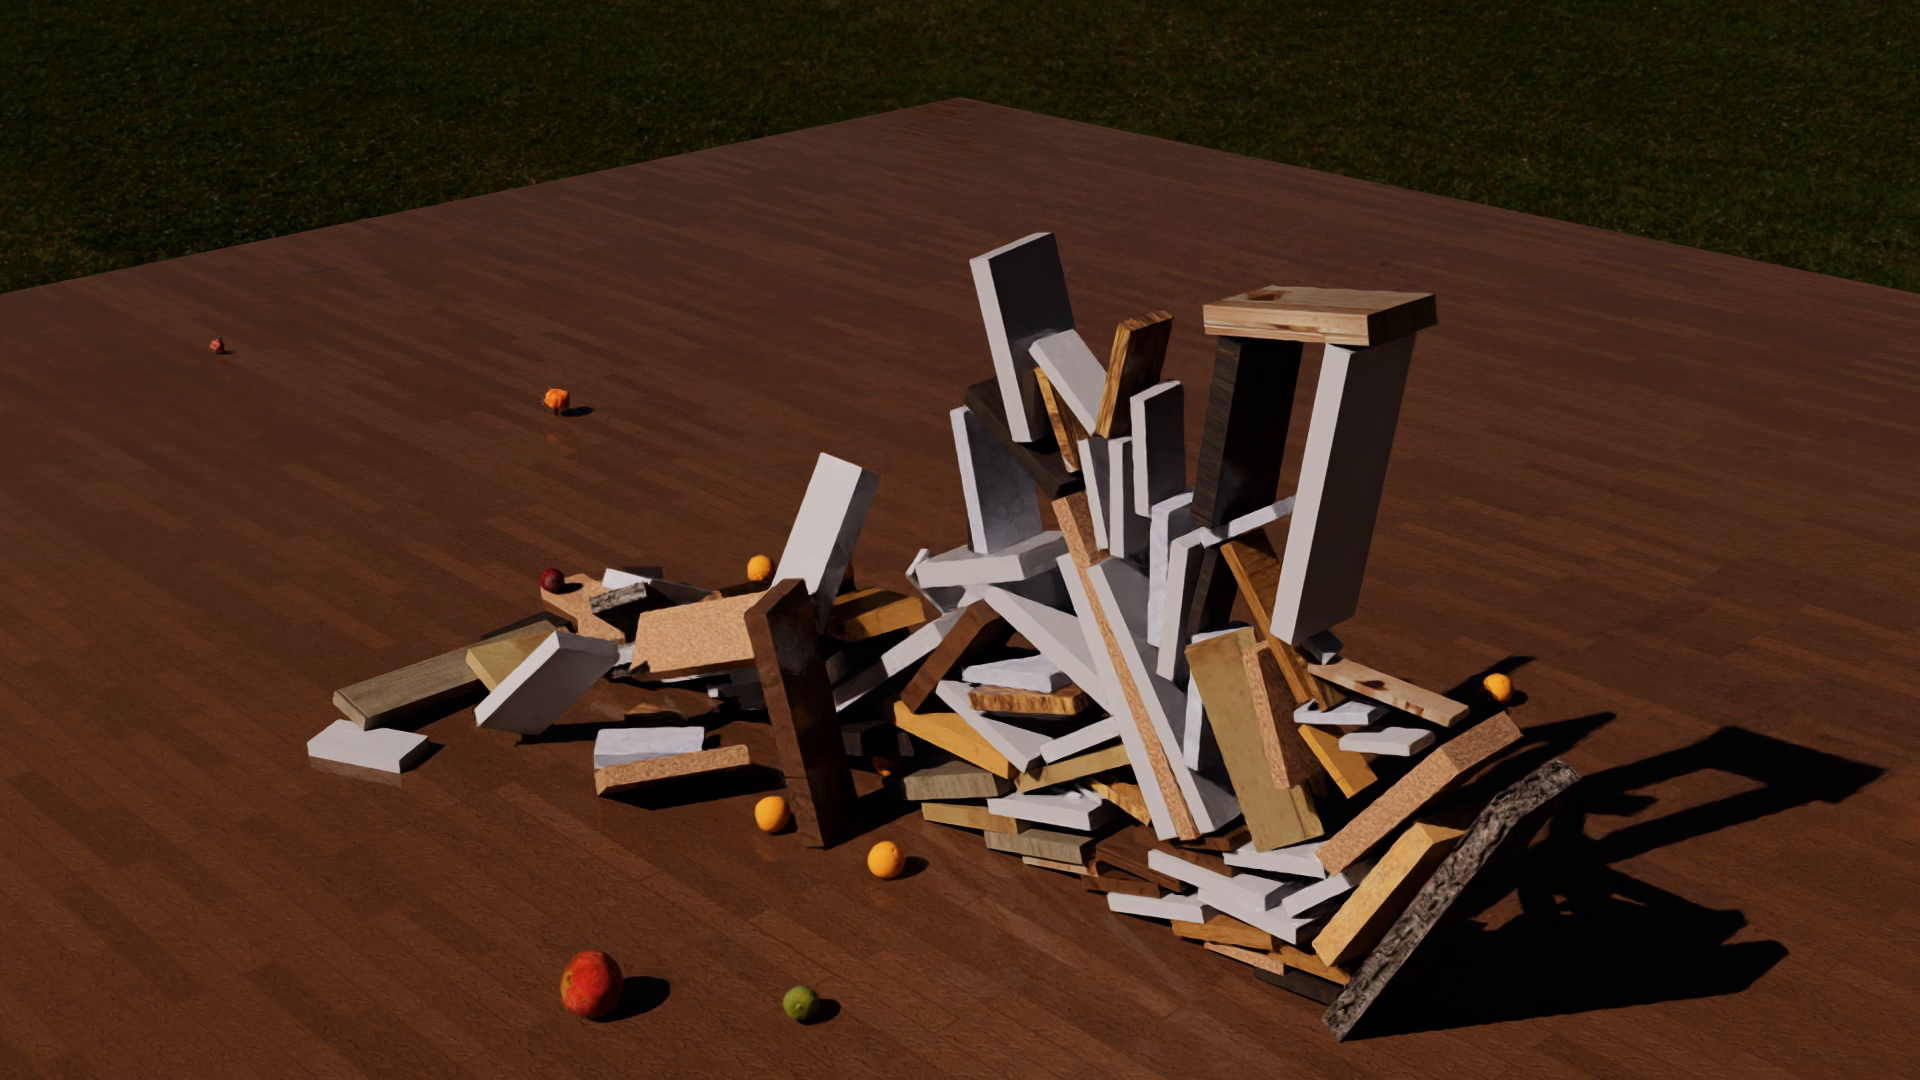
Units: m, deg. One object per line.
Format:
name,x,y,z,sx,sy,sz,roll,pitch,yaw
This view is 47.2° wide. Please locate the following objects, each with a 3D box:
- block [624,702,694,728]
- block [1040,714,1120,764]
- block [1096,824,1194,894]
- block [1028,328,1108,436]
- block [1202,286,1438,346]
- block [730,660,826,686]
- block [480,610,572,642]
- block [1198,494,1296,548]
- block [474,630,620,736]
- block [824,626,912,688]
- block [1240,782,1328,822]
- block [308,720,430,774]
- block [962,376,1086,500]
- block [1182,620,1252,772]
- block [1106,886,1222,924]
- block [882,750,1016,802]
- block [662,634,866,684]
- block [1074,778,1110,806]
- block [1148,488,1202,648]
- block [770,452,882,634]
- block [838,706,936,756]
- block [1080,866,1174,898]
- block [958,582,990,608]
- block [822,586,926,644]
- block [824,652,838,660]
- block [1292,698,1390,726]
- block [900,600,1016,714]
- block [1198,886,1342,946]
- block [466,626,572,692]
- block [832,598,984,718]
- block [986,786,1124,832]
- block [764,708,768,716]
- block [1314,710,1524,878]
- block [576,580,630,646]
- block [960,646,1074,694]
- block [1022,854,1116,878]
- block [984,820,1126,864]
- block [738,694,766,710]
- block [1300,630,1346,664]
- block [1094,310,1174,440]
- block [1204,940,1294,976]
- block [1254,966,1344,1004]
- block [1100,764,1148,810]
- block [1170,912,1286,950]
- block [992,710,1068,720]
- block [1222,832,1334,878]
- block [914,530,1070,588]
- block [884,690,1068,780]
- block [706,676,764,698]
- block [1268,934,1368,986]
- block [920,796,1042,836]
block,-0.659,0.392,4.812,0.134,0.019,0.067,12,26,27
block,0.274,0.350,4.106,0.126,0.036,0.252,-20,-6,-41
block,0.361,0.591,4.081,0.202,0.029,0.101,17,28,42
block,0.216,-0.280,3.884,0.098,0.028,0.196,-21,68,-38
block,0.563,-0.355,3.459,0.166,0.047,0.332,-19,20,-38
block,-0.396,0.277,4.749,0.106,0.030,0.212,-19,5,-39
block,-1.025,0.223,5.200,0.097,0.028,0.194,19,30,38
block,0.491,-0.033,3.679,0.088,0.025,0.176,-20,-3,-41
block,-0.872,0.305,4.640,0.155,0.310,0.044,15,44,-44
block,-0.243,0.271,4.561,0.164,0.046,0.328,-23,-8,-37
block,0.576,0.467,3.926,0.153,0.022,0.076,-22,4,-3
block,-1.259,0.439,4.686,0.227,0.032,0.113,8,24,19
block,0.144,-0.196,4.017,0.139,0.039,0.277,-20,56,-34
block,0.450,0.271,3.839,0.121,0.243,0.034,-15,26,-42
block,0.398,0.660,4.068,0.117,0.033,0.235,-21,12,-40
block,0.018,0.466,4.416,0.172,0.049,0.345,-21,7,-40
block,-0.435,0.245,4.803,0.164,0.046,0.570,-19,5,-41
block,0.259,0.472,4.158,0.045,0.013,0.091,-15,25,-28
block,0.386,0.048,3.846,0.037,0.261,0.130,20,31,38
block,-0.278,0.005,4.418,0.048,0.338,0.169,20,1,-35
block,-0.150,0.395,4.563,0.172,0.049,0.345,-22,11,-41
block,0.333,0.632,4.129,0.101,0.029,0.202,-21,12,-40
block,0.133,0.115,5.436,0.294,0.042,0.147,-20,30,-39
block,-0.205,0.153,4.558,0.164,0.047,0.328,-16,8,-18
block,-0.297,0.277,5.006,0.022,0.079,0.158,-24,33,-39
block,0.635,0.286,3.665,0.141,0.020,0.071,-2,14,41
block,0.020,0.209,4.290,0.164,0.329,0.047,-22,69,-41
block,0.548,0.643,3.904,0.117,0.033,0.235,-18,24,-36
block,-0.974,0.273,4.985,0.256,0.036,0.128,-14,46,-42
block,-0.135,0.261,4.508,0.164,0.047,0.572,-22,-9,-40
block,0.192,0.502,4.230,0.262,0.037,0.131,3,18,44
block,-0.362,0.383,4.788,0.066,0.019,0.131,-19,29,-37
block,0.745,0.416,3.587,0.179,0.358,0.051,-20,68,-40
block,-0.836,0.178,5.194,0.118,0.034,0.237,-9,37,4
block,0.128,0.246,4.198,0.120,0.034,0.239,-22,17,-41
block,0.225,0.604,4.234,0.101,0.029,0.202,-21,15,-40
block,0.184,0.571,4.264,0.131,0.037,0.262,-21,15,-41
block,-0.383,0.336,4.785,0.106,0.030,0.212,-19,5,-36
block,0.580,0.153,3.654,0.113,0.016,0.057,43,45,14
block,0.299,-0.284,3.775,0.107,0.214,0.030,-21,45,-38
block,0.538,0.729,3.954,0.090,0.025,0.180,-21,23,-40
block,0.619,0.769,3.886,0.090,0.025,0.180,-21,23,-40
block,0.346,0.460,4.098,0.081,0.023,0.162,-17,38,-41
block,0.507,0.688,3.964,0.117,0.033,0.235,-21,13,-40
block,0.146,0.312,4.178,0.159,0.023,0.080,0,17,37
block,0.582,0.543,3.845,0.114,0.032,0.229,-20,13,-40
block,0.080,0.035,4.194,0.171,0.049,0.343,-21,8,-34
block,0.029,0.364,4.360,0.345,0.049,0.172,21,31,40
block,-0.461,0.316,4.876,0.106,0.030,0.212,-19,7,-37
block,0.636,0.727,3.845,0.090,0.025,0.180,-21,23,-40
block,0.062,0.531,4.376,0.262,0.037,0.131,2,17,45
